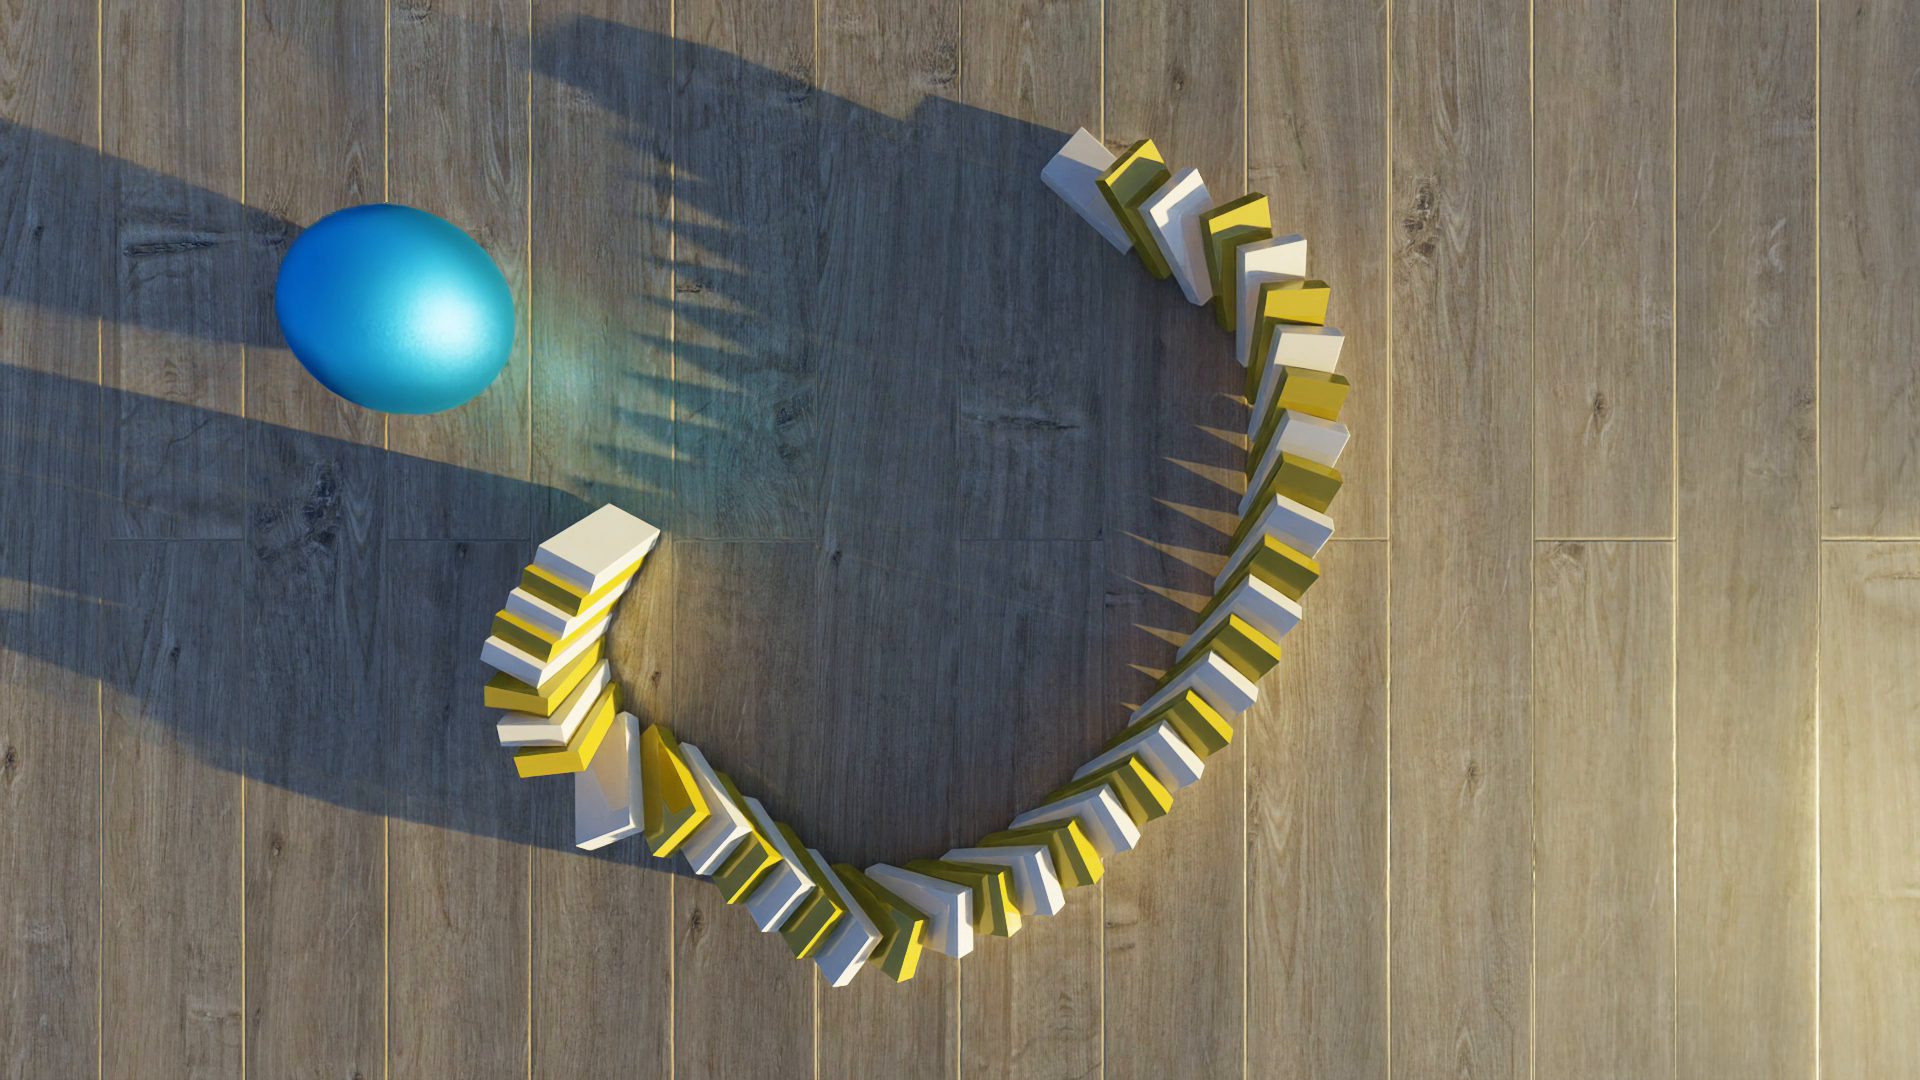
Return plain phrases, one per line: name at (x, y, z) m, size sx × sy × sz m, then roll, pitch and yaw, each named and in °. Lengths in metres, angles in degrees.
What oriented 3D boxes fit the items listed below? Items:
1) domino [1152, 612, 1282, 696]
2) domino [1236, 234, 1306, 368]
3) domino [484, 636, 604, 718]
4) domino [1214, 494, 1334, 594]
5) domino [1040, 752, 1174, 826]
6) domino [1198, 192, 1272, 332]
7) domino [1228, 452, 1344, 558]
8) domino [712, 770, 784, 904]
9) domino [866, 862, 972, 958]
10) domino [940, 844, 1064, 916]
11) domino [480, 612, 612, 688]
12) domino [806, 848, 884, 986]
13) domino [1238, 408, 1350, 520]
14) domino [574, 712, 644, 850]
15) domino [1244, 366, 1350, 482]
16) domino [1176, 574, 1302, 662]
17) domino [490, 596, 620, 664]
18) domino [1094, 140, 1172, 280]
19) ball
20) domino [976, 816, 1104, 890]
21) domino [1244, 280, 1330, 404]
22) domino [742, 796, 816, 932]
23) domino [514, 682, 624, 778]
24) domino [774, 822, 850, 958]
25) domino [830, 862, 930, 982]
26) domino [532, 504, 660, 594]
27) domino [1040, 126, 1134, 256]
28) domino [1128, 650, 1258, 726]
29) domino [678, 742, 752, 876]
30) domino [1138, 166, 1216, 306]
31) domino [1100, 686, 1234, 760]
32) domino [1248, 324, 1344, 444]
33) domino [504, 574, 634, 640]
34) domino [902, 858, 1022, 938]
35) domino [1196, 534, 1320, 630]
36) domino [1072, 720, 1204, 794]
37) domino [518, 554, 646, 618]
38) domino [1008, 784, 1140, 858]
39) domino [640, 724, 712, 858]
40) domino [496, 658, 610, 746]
domino at (0.106, 0.055, 0.382) m, size 0.025 × 0.010 × 0.050 m, roll 37°, pitch 124°, yaw 0°
domino at (0.129, -0.099, 0.382) m, size 0.025 × 0.009 × 0.050 m, roll -12°, pitch 125°, yaw 0°
domino at (-0.169, 0.053, 0.375) m, size 0.025 × 0.050 × 0.009 m, roll 11°, pitch 113°, yaw 0°
domino at (0.130, 0.007, 0.382) m, size 0.025 × 0.010 × 0.050 m, roll 25°, pitch 124°, yaw 0°
domino at (0.061, 0.110, 0.382) m, size 0.050 × 0.009 × 0.025 m, roll -37°, pitch 90°, yaw 34°
domino at (0.117, -0.115, 0.382) m, size 0.025 × 0.010 × 0.050 m, roll -23°, pitch 124°, yaw 0°
domino at (0.134, -0.010, 0.382) m, size 0.025 × 0.010 × 0.050 m, roll 20°, pitch 124°, yaw 0°
domino at (-0.097, 0.123, 0.382) m, size 0.025 × 0.009 × 0.050 m, roll -48°, pitch 55°, yaw 0°
domino at (-0.018, 0.153, 0.381) m, size 0.050 × 0.009 × 0.025 m, roll 0°, pitch 90°, yaw 37°
domino at (0.017, 0.142, 0.382) m, size 0.050 × 0.010 × 0.025 m, roll -17°, pitch 90°, yaw 36°
domino at (-0.168, 0.039, 0.375) m, size 0.025 × 0.050 × 0.010 m, roll 27°, pitch 114°, yaw 0°
domino at (-0.057, 0.156, 0.381) m, size 0.050 × 0.010 × 0.025 m, roll 39°, pitch 94°, yaw 36°
domino at (0.138, -0.028, 0.382) m, size 0.025 × 0.010 × 0.050 m, roll 15°, pitch 124°, yaw 0°
domino at (-0.146, 0.099, 0.381) m, size 0.025 × 0.010 × 0.050 m, roll -22°, pitch 56°, yaw 8°
domino at (0.140, -0.046, 0.382) m, size 0.025 × 0.009 × 0.050 m, roll 10°, pitch 125°, yaw 0°
domino at (0.115, 0.040, 0.382) m, size 0.025 × 0.010 × 0.050 m, roll 33°, pitch 124°, yaw 0°
domino at (-0.164, 0.029, 0.375) m, size 0.025 × 0.050 × 0.010 m, roll 28°, pitch 114°, yaw 0°
domino at (0.080, -0.138, 0.383) m, size 0.025 × 0.009 × 0.050 m, roll -43°, pitch 119°, yaw -2°
ball at (-0.219, -0.089, 0.360) m, size 0.080 × 0.080 × 0.080 m, roll 0°, pitch 90°, yaw 0°
domino at (0.032, 0.132, 0.381) m, size 0.050 × 0.010 × 0.025 m, roll -25°, pitch 90°, yaw 36°
domino at (0.135, -0.082, 0.382) m, size 0.025 × 0.009 × 0.050 m, roll -3°, pitch 125°, yaw 0°
domino at (-0.084, 0.134, 0.381) m, size 0.025 × 0.010 × 0.050 m, roll -49°, pitch 54°, yaw 1°
domino at (-0.159, 0.077, 0.375) m, size 0.025 × 0.050 × 0.010 m, roll -6°, pitch 113°, yaw 0°
domino at (-0.070, 0.145, 0.381) m, size 0.025 × 0.010 × 0.050 m, roll -51°, pitch 54°, yaw 2°
domino at (-0.037, 0.158, 0.381) m, size 0.050 × 0.009 × 0.025 m, roll 17°, pitch 91°, yaw 38°
domino at (-0.147, 0.003, 0.375) m, size 0.025 × 0.050 × 0.010 m, roll 28°, pitch 114°, yaw 0°
domino at (0.062, -0.150, 0.395) m, size 0.050 × 0.010 × 0.025 m, roll 42°, pitch 90°, yaw 0°
domino at (0.096, 0.070, 0.382) m, size 0.025 × 0.010 × 0.050 m, roll 41°, pitch 124°, yaw 0°
domino at (-0.110, 0.111, 0.382) m, size 0.025 × 0.010 × 0.050 m, roll -48°, pitch 55°, yaw 0°
domino at (0.097, -0.126, 0.382) m, size 0.025 × 0.009 × 0.050 m, roll -42°, pitch 123°, yaw 0°
domino at (0.086, 0.085, 0.382) m, size 0.025 × 0.009 × 0.050 m, roll 46°, pitch 124°, yaw 0°
domino at (0.139, -0.064, 0.382) m, size 0.025 × 0.010 × 0.050 m, roll 4°, pitch 125°, yaw 0°
domino at (-0.158, 0.020, 0.375) m, size 0.025 × 0.050 × 0.009 m, roll 28°, pitch 114°, yaw 0°
domino at (0.000, 0.148, 0.382) m, size 0.050 × 0.009 × 0.025 m, roll -10°, pitch 90°, yaw 36°
domino at (0.123, 0.024, 0.382) m, size 0.025 × 0.010 × 0.050 m, roll 29°, pitch 124°, yaw 0°
domino at (0.073, 0.097, 0.382) m, size 0.025 × 0.010 × 0.050 m, roll 49°, pitch 124°, yaw 0°
domino at (-0.153, 0.012, 0.375) m, size 0.025 × 0.050 × 0.009 m, roll 28°, pitch 114°, yaw 0°
domino at (0.047, 0.121, 0.382) m, size 0.050 × 0.009 × 0.025 m, roll -32°, pitch 90°, yaw 35°
domino at (-0.124, 0.103, 0.380) m, size 0.025 × 0.010 × 0.050 m, roll -45°, pitch 52°, yaw 2°
domino at (-0.165, 0.066, 0.375) m, size 0.025 × 0.050 × 0.010 m, roll 0°, pitch 113°, yaw 0°
